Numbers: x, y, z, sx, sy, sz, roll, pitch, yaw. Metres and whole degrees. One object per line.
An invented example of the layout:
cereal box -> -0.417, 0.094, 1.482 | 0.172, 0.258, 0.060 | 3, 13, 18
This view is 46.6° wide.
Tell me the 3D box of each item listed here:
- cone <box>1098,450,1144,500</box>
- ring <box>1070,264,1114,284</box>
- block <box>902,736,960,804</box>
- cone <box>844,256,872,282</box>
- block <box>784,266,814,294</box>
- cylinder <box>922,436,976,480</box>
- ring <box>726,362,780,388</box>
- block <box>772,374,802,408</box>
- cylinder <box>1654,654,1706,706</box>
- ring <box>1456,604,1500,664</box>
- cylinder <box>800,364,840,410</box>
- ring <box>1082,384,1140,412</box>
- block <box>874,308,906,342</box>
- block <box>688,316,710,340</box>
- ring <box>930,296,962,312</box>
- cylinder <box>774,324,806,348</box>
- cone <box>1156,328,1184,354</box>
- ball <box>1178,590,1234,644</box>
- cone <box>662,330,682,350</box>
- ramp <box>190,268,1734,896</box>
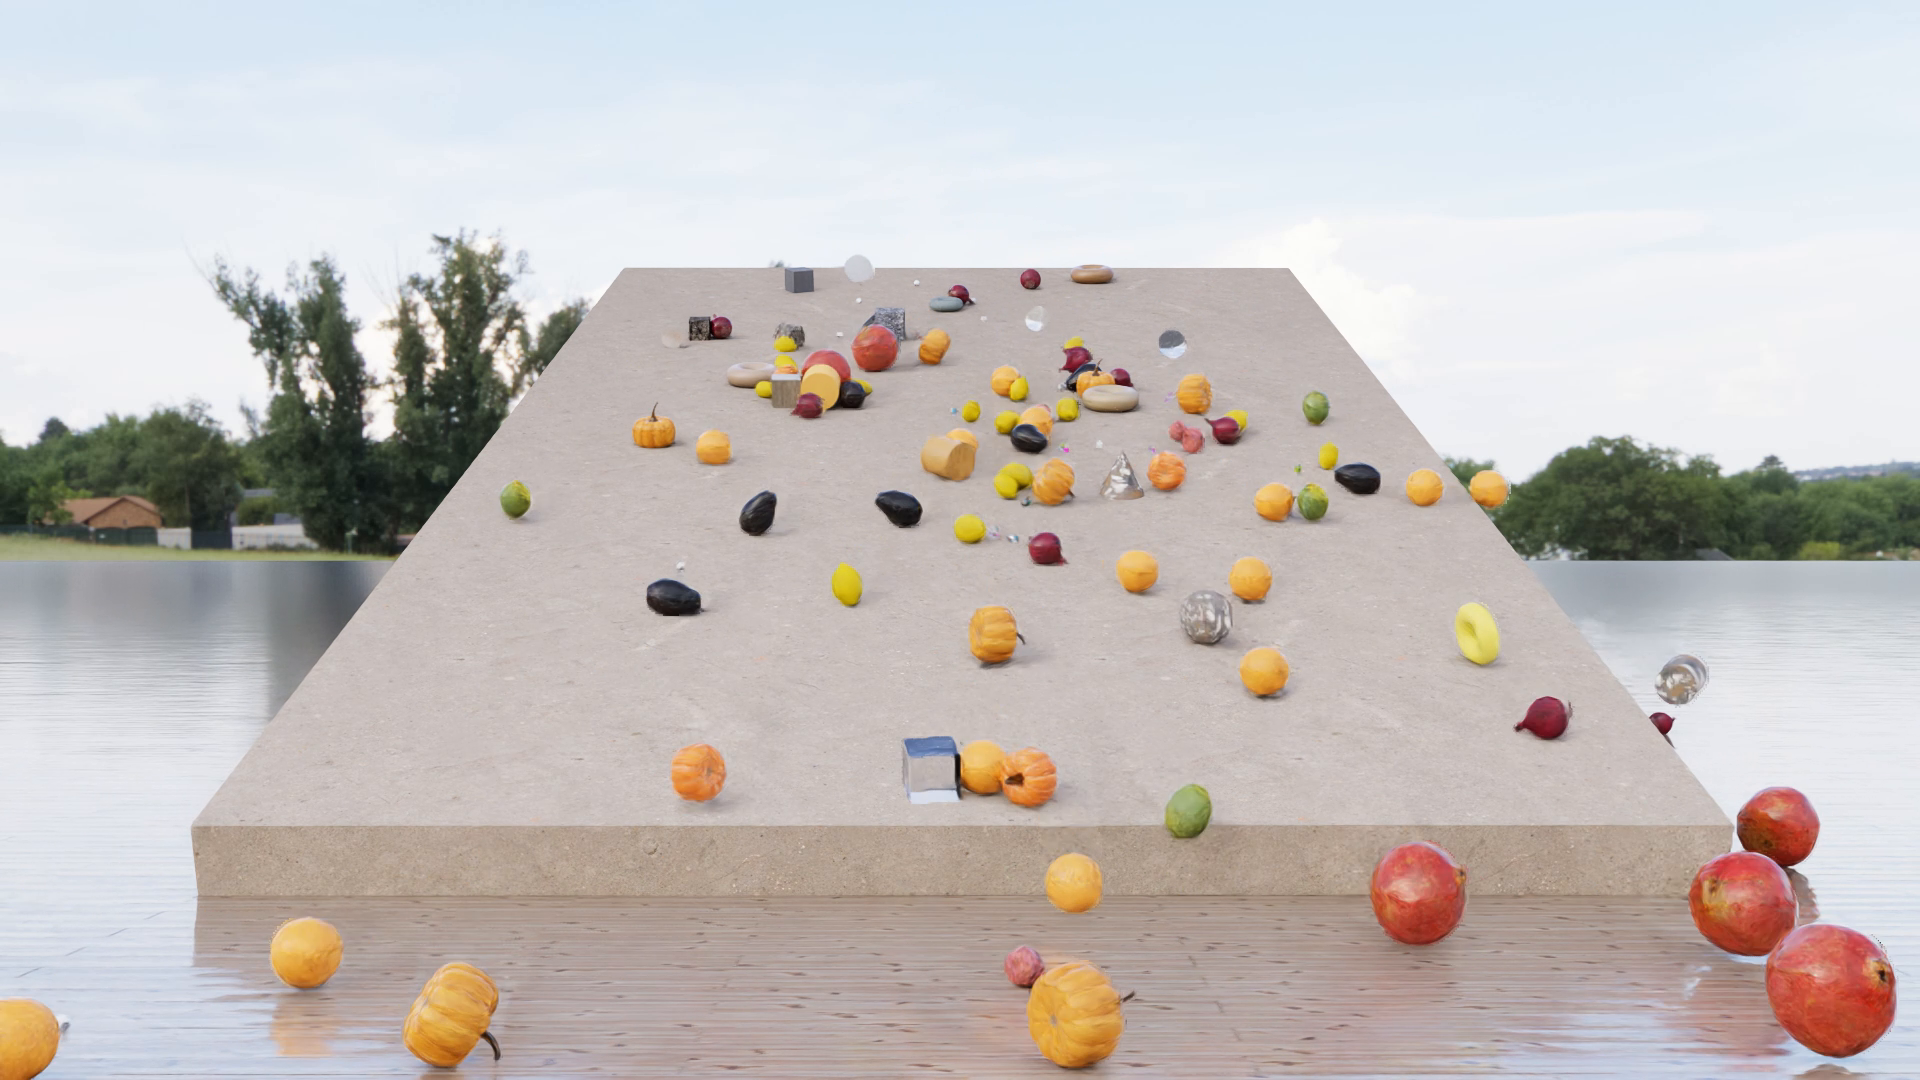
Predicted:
cone -> 0.316, -0.134, 4.348 | 0.091, 0.091, 0.091 | 0, 17, 0
ring -> 0.384, -0.775, 6.488 | 0.127, 0.042, 0.127 | -1, 17, 0
block -> -0.038, 0.307, 2.972 | 0.067, 0.067, 0.067 | -3, 18, -9
cone -> -0.306, -0.780, 6.509 | 0.084, 0.084, 0.084 | 0, -10, -15
block -> -0.458, -0.740, 6.339 | 0.062, 0.062, 0.062 | -9, 20, -27
cylinder -> -0.023, -0.164, 4.465 | 0.077, 0.077, 0.077 | 0, 12, -44
ring -> -0.487, -0.389, 5.246 | 0.128, 0.043, 0.128 | 1, 16, 0
block -> -0.393, -0.338, 5.045 | 0.065, 0.065, 0.065 | -1, 17, -4
cylinder -> 1.088, 0.211, 3.360 | 0.062, 0.062, 0.062 | 0, 14, 33
ring -> 0.799, 0.145, 3.441 | 0.033, 0.098, 0.098 | -15, 4, -16
cylinder -> -0.315, -0.345, 5.029 | 0.087, 0.087, 0.087 | 0, 17, 0
ring -> 0.340, -0.320, 5.026 | 0.130, 0.043, 0.130 | 0, 16, 0
block -> -0.180, -0.554, 5.724 | 0.073, 0.073, 0.073 | 1, 17, 2
block -> -0.669, -0.543, 5.723 | 0.052, 0.052, 0.052 | -1, 17, -2
ring -> -0.038, -0.645, 6.086 | 0.092, 0.031, 0.092 | 0, 17, 0
cylinder -> -0.431, -0.516, 5.627 | 0.057, 0.057, 0.057 | 15, 9, 40
cone -> 0.525, -0.481, 5.561 | 0.072, 0.072, 0.072 | 0, -21, 5
ball -> 0.391, 0.122, 3.534 | 0.086, 0.086, 0.086 | 0, 0, 0
cone -> -0.726, -0.501, 5.636 | 0.051, 0.051, 0.051 | 0, -9, 3
ramp -> -0.003, -0.178, 4.808 | 2.000, 0.100, 4.000 | 0, 17, 0
